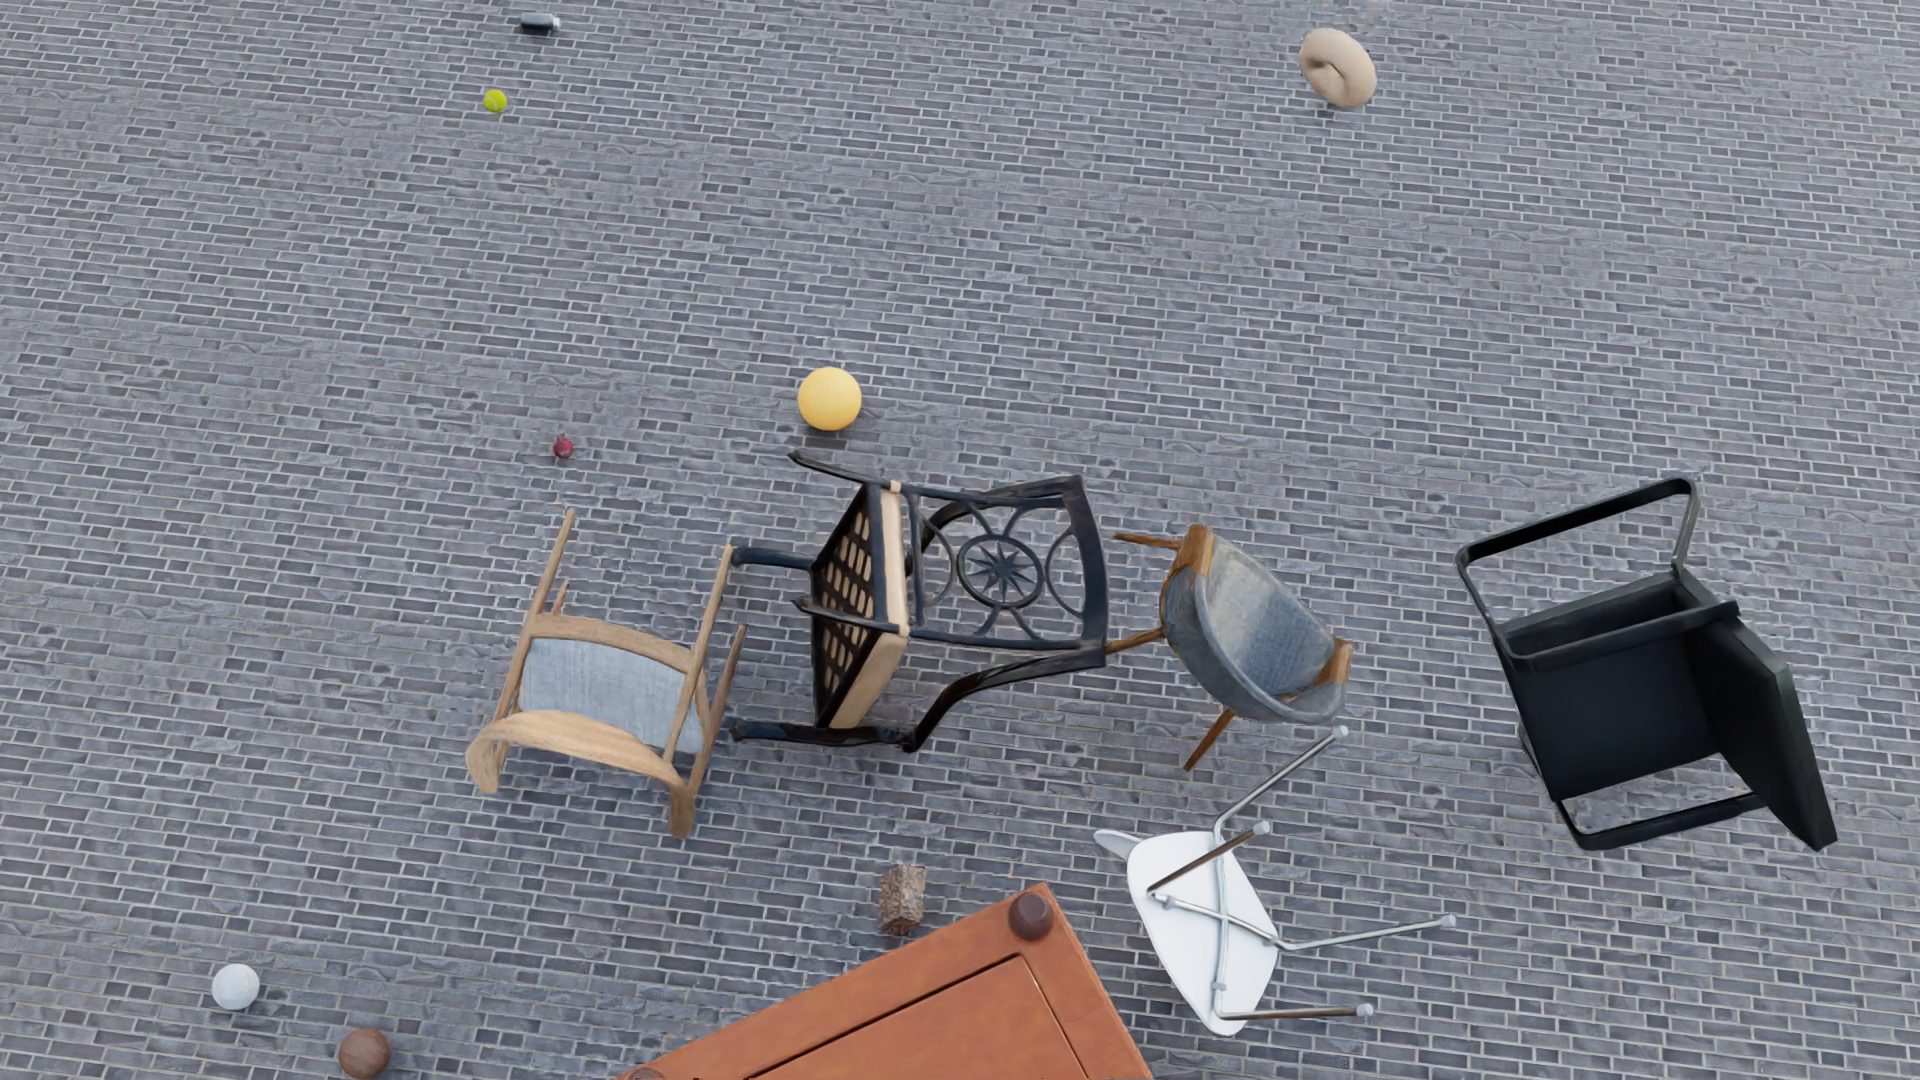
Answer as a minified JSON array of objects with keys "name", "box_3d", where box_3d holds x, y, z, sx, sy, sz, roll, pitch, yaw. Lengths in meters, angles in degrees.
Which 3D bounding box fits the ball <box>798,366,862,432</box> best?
[{"name":"ball","box_3d":[-0.400,-0.433,6.746,0.197,0.197,0.197,0,56,0]}]

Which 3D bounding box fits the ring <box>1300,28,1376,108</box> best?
[{"name":"ring","box_3d":[1.278,-1.597,7.444,0.288,0.333,0.114,34,77,28]}]

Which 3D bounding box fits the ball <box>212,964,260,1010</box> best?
[{"name":"ball","box_3d":[-1.885,1.163,5.722,0.119,0.119,0.119,0,56,0]}]

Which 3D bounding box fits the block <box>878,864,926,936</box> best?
[{"name":"block","box_3d":[-0.156,0.955,5.844,0.069,0.109,0.154,24,52,-27]}]
